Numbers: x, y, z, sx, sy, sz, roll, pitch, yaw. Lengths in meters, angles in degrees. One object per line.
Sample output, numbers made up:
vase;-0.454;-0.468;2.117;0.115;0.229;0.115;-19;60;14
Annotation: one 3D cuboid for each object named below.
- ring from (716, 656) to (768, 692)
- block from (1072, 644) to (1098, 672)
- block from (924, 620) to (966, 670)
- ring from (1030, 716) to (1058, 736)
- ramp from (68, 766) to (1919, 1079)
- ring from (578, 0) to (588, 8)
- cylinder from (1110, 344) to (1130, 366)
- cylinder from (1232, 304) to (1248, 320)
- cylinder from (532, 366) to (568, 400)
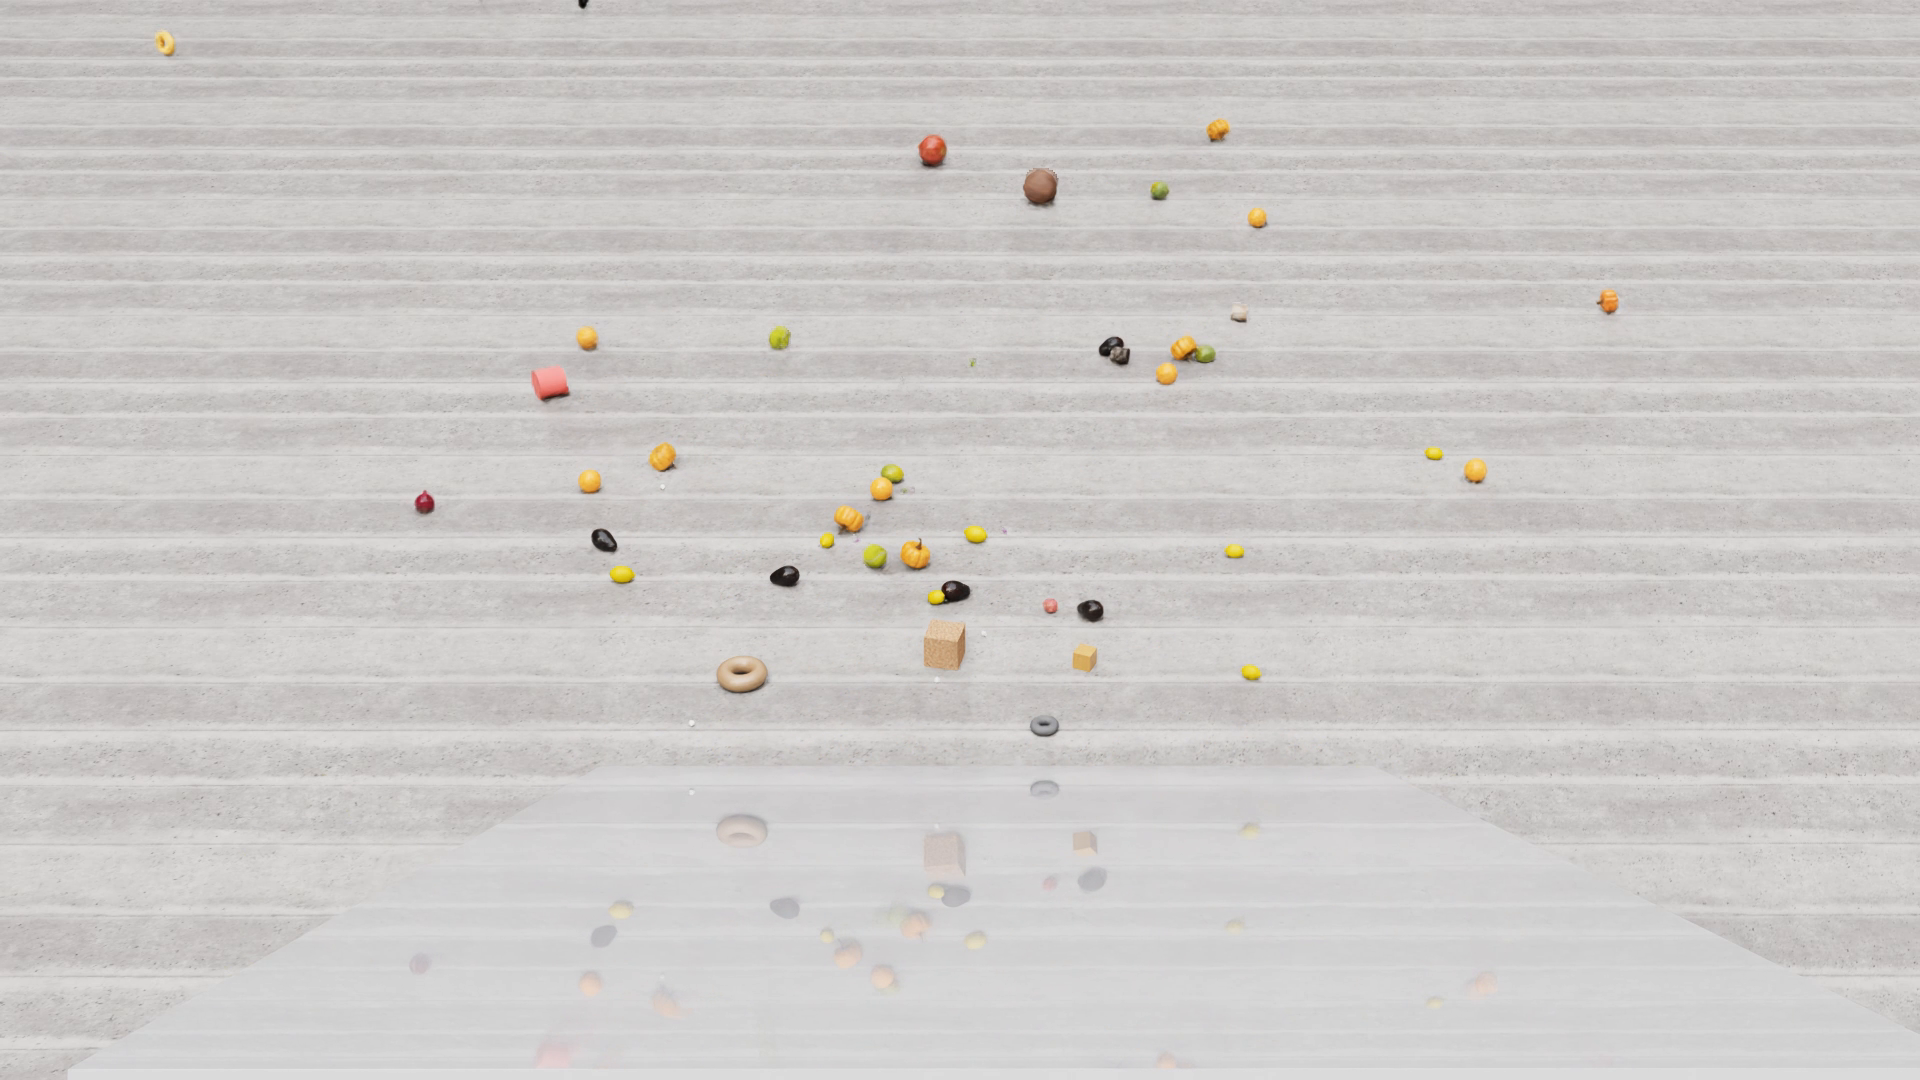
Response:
ring;-0.604;0.370;7.168;0.143;0.048;0.143;-1;31;1
block;0.349;0.329;7.231;0.051;0.051;0.051;14;34;21
block;-0.043;0.293;7.246;0.097;0.097;0.097;7;32;11
ring;0.228;0.499;6.975;0.078;0.026;0.078;-1;31;1
ramp;0.070;0.618;4.697;2.000;0.100;4.000;0;0;0
ring;-1.714;-2.471;11.784;0.033;0.098;0.098;5;31;0
cylinder;0.544;-0.628;8.799;0.054;0.054;0.054;27;38;14
cylinder;0.980;-0.795;9.076;0.052;0.052;0.052;6;32;10
cylinder;-1.359;-0.520;8.586;0.092;0.092;0.092;-14;34;-22
